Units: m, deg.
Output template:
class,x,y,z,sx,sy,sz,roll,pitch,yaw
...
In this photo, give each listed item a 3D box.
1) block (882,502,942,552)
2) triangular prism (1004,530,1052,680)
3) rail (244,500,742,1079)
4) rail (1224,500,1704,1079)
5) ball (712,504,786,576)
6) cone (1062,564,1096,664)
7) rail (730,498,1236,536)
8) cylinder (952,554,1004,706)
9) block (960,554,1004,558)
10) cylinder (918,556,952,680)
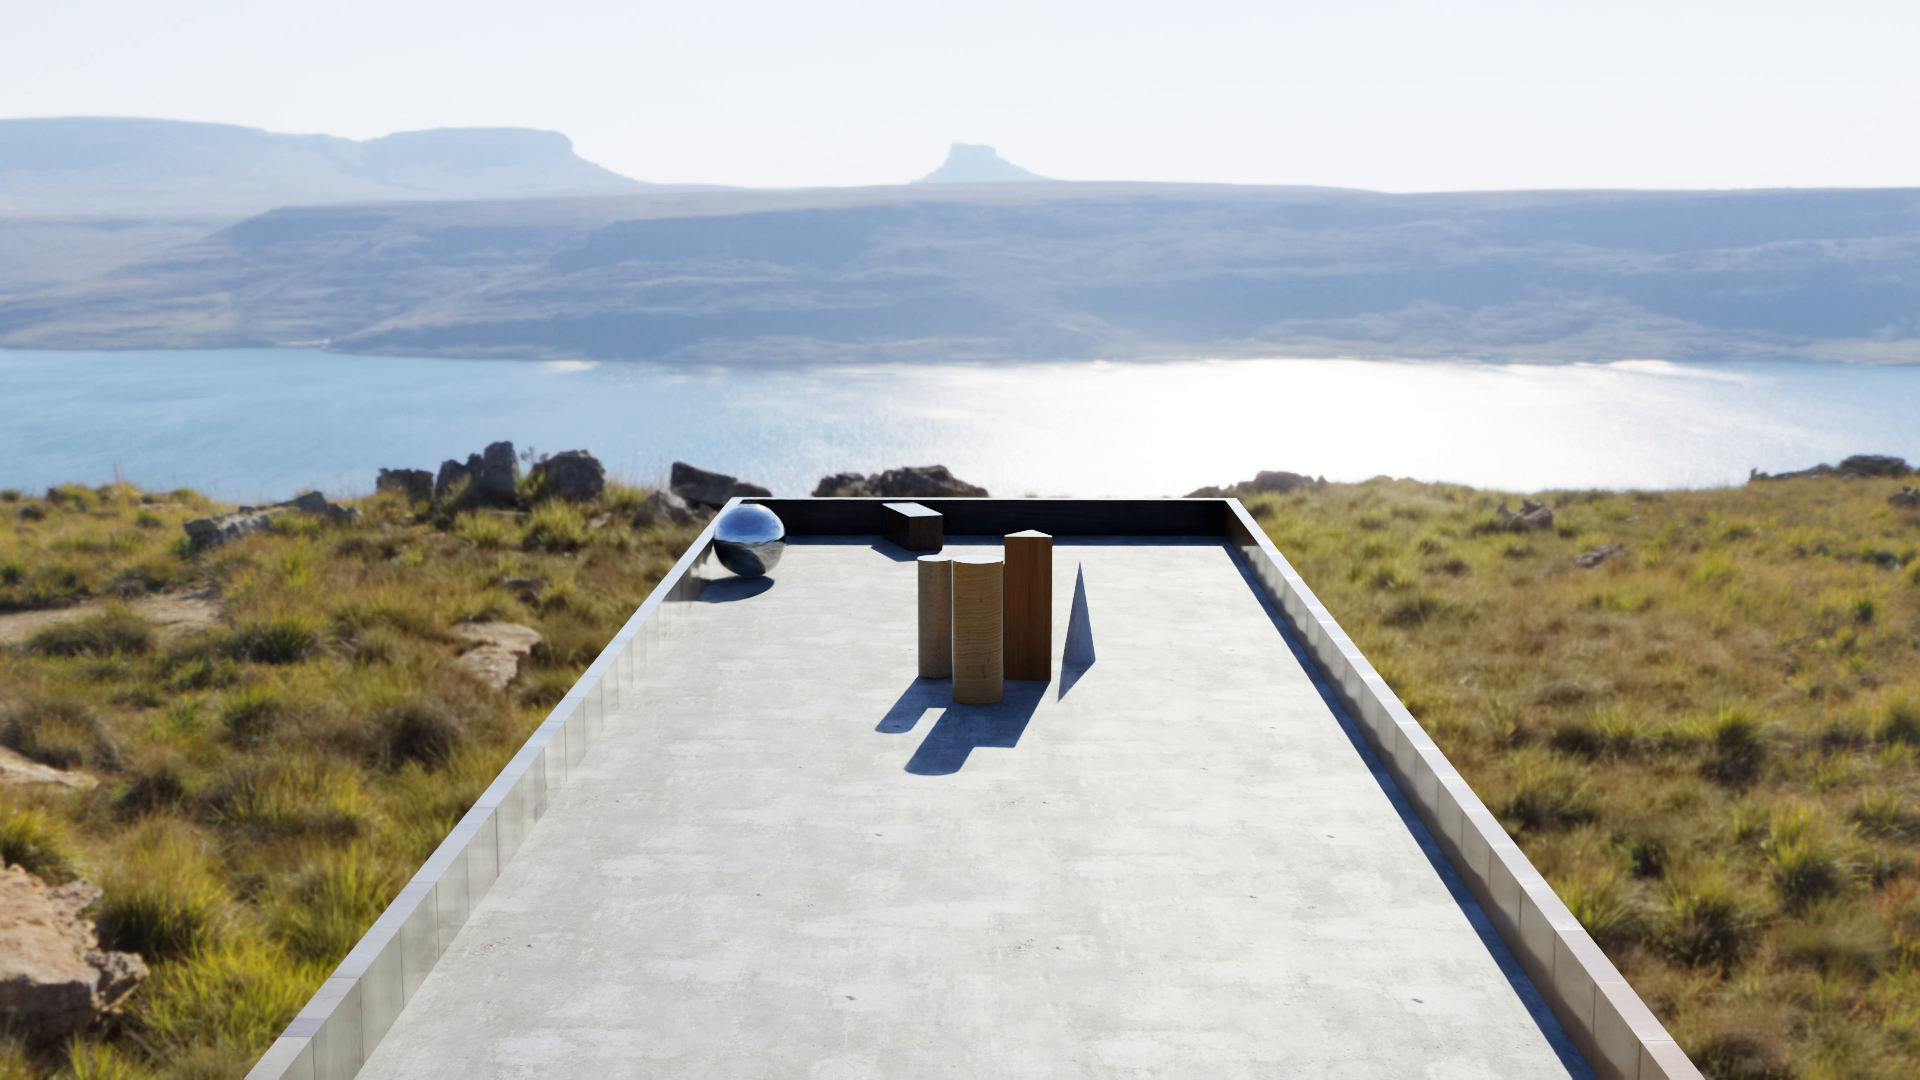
class,x,y,z,sx,sy,sz,roll,pitch,yaw
block,-0.195,-0.055,8.908,0.141,0.141,0.369,-3,10,-19
triangular prism,0.204,0.190,6.450,0.137,0.426,0.119,1,9,6
rail,-1.004,0.839,3.234,0.050,0.150,12.000,0,9,1
rail,1.046,0.843,3.208,0.050,0.150,12.000,0,9,1
ball,-0.778,0.000,8.136,0.273,0.273,0.273,0,9,0
cone,0.363,0.211,6.670,0.103,0.316,0.103,0,9,0
rail,0.099,-0.098,9.147,2.100,0.150,0.050,0,9,1
cylinder,0.050,0.251,6.141,0.142,0.402,0.142,0,9,0
block,0.081,0.211,6.695,0.175,0.308,0.175,1,9,3
cylinder,-0.073,0.227,6.453,0.101,0.352,0.101,0,9,0
